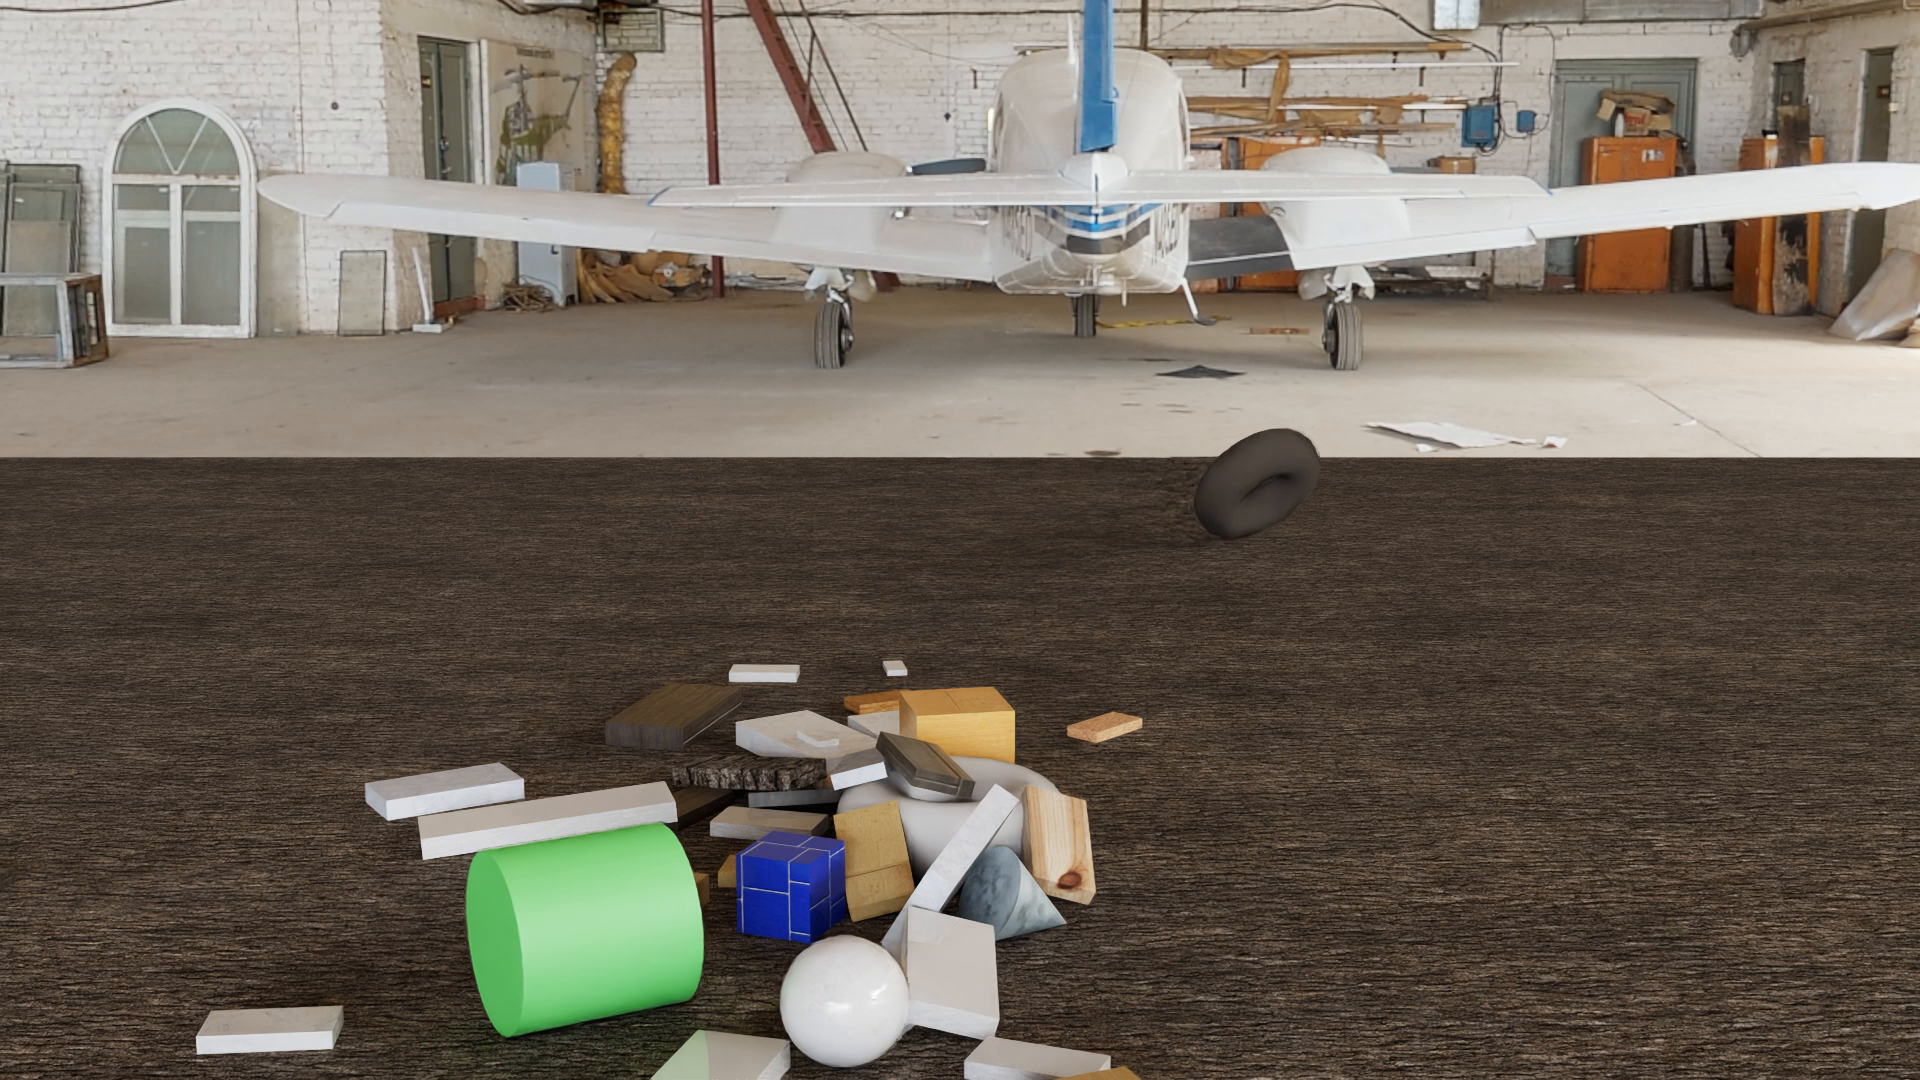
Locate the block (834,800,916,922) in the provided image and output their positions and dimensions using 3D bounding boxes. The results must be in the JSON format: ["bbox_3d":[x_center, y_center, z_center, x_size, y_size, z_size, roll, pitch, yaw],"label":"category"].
[{"bbox_3d":[-0.139,0.525,3.615,0.110,0.031,0.220,-14,37,-1],"label":"block"}]

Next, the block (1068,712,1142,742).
[{"bbox_3d":[0.307,0.396,4.654,0.078,0.022,0.156,9,14,41],"label":"block"}]

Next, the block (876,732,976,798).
[{"bbox_3d":[-0.062,0.391,3.828,0.110,0.031,0.220,15,7,-21],"label":"block"}]

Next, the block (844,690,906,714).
[{"bbox_3d":[-0.168,0.358,4.860,0.156,0.022,0.078,-6,12,-28],"label":"block"}]

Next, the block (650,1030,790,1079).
[{"bbox_3d":[-0.330,0.718,2.878,0.134,0.038,0.267,3,11,15],"label":"block"}]

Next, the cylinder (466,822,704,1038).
[{"bbox_3d":[-0.539,0.554,3.145,0.262,0.262,0.262,-6,12,-29],"label":"cylinder"}]

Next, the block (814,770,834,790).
[{"bbox_3d":[-0.190,0.475,4.218,0.092,0.026,0.184,-9,14,-39],"label":"block"}]

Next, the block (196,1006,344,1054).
[{"bbox_3d":[-0.965,0.686,3.081,0.183,0.026,0.091,-1,11,-6],"label":"block"}]

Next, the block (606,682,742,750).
[{"bbox_3d":[-0.607,0.375,4.696,0.172,0.049,0.344,3,11,15],"label":"block"}]

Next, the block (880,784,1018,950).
[{"bbox_3d":[-0.014,0.523,3.475,0.047,0.167,0.335,34,24,6],"label":"block"}]

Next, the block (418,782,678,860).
[{"bbox_3d":[-0.742,0.502,3.955,0.447,0.038,0.133,-7,12,-15],"label":"block"}]

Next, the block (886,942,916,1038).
[{"bbox_3d":[-0.098,0.657,3.203,0.134,0.038,0.267,5,12,26],"label":"block"}]

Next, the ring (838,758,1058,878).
[{"bbox_3d":[-0.013,0.487,3.860,0.409,0.136,0.409,1,11,0],"label":"ring"}]

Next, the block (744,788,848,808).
[{"bbox_3d":[-0.307,0.482,4.107,0.184,0.026,0.092,-2,-7,-11],"label":"block"}]

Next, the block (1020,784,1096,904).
[{"bbox_3d":[0.162,0.509,3.682,0.110,0.031,0.221,16,34,-13],"label":"block"}]

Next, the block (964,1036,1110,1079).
[{"bbox_3d":[0.104,0.709,2.959,0.177,0.025,0.089,4,11,21],"label":"block"}]

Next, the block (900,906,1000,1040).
[{"bbox_3d":[-0.016,0.625,3.185,0.134,0.038,0.267,14,18,-6],"label":"block"}]

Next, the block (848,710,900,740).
[{"bbox_3d":[-0.085,0.414,4.483,0.172,0.049,0.344,-5,12,-24],"label":"block"}]

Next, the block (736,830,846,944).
[{"bbox_3d":[-0.270,0.553,3.515,0.129,0.129,0.129,4,11,22],"label":"block"}]

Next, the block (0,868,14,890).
[{"bbox_3d":[-1.700,0.572,3.693,0.183,0.026,0.091,2,11,12],"label":"block"}]

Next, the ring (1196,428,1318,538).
[{"bbox_3d":[0.916,-0.173,6.793,0.423,0.423,0.141,-7,51,-34],"label":"ring"}]

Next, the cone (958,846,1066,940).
[{"bbox_3d":[0.109,0.587,3.491,0.159,0.159,0.159,25,-3,-29],"label":"cone"}]

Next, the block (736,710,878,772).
[{"bbox_3d":[-0.297,0.418,4.463,0.172,0.049,0.344,-7,13,-33],"label":"block"}]

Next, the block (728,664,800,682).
[{"bbox_3d":[-0.455,0.310,5.116,0.156,0.022,0.078,0,11,2],"label":"block"}]

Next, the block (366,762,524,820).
[{"bbox_3d":[-0.979,0.476,4.179,0.266,0.038,0.133,-6,12,-31],"label":"block"}]

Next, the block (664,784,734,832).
[{"bbox_3d":[-0.511,0.498,4.094,0.092,0.026,0.184,5,12,27],"label":"block"}]

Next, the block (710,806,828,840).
[{"bbox_3d":[-0.345,0.517,3.987,0.193,0.027,0.096,3,11,15],"label":"block"}]

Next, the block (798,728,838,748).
[{"bbox_3d":[-0.285,0.397,4.407,0.046,0.013,0.092,-6,12,-31],"label":"block"}]

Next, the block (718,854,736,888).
[{"bbox_3d":[-0.311,0.565,3.733,0.183,0.026,0.091,1,11,7],"label":"block"}]

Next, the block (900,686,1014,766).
[{"bbox_3d":[-0.007,0.397,4.196,0.186,0.186,0.186,-2,11,-11],"label":"block"}]

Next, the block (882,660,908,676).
[{"bbox_3d":[-0.154,0.302,5.184,0.046,0.013,0.092,-2,11,-9],"label":"block"}]

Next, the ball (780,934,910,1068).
[{"bbox_3d":[-0.157,0.626,2.990,0.176,0.176,0.176,0,11,0],"label":"ball"}]

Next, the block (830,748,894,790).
[{"bbox_3d":[-0.168,0.402,3.921,0.096,0.027,0.193,-15,4,6],"label":"block"}]

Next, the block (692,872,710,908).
[{"bbox_3d":[-0.546,0.598,3.496,0.167,0.047,0.335,3,11,18],"label":"block"}]

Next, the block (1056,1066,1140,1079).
[{"bbox_3d":[0.207,0.744,2.716,0.158,0.045,0.315,-5,11,-23],"label":"block"}]

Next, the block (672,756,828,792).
[{"bbox_3d":[-0.405,0.448,4.232,0.266,0.038,0.133,-1,5,28],"label":"block"}]
